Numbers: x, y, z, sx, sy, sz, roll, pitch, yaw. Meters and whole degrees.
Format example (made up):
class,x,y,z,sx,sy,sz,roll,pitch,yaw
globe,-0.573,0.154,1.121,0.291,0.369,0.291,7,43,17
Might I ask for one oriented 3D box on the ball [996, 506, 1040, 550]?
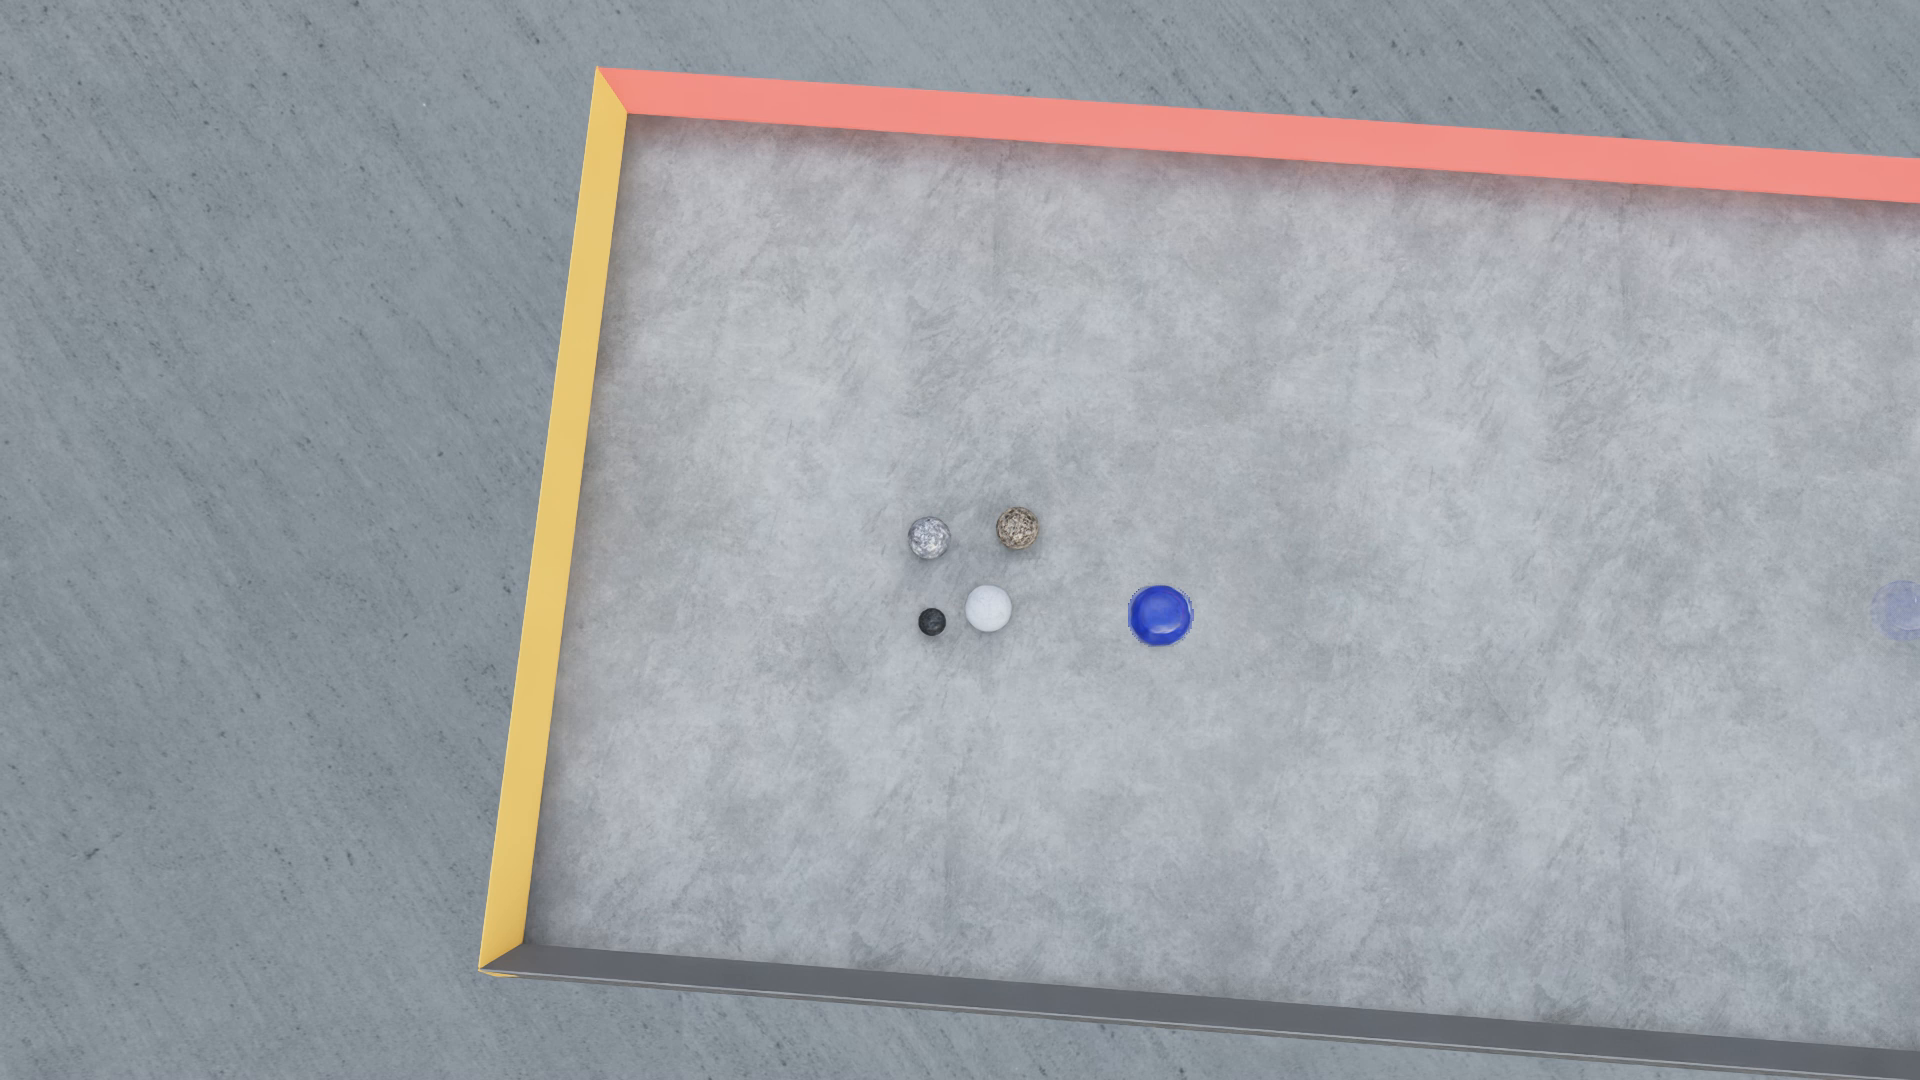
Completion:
class,x,y,z,sx,sy,sz,roll,pitch,yaw
ball,0.088,-0.018,3.356,0.066,0.066,0.066,0,75,0

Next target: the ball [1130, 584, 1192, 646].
class,x,y,z,sx,sy,sz,roll,pitch,yaw
ball,0.302,0.114,3.306,0.093,0.093,0.093,0,75,0

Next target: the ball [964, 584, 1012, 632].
class,x,y,z,sx,sy,sz,roll,pitch,yaw
ball,0.043,0.103,3.320,0.072,0.072,0.072,0,75,0

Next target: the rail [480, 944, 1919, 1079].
class,x,y,z,sx,sy,sz,roll,pitch,yaw
rail,0.575,0.691,3.136,2.512,0.121,0.045,4,75,1

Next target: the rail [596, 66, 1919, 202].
class,x,y,z,sx,sy,sz,roll,pitch,yaw
rail,0.678,-0.615,3.487,2.512,0.121,0.045,4,75,1

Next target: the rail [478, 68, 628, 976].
class,x,y,z,sx,sy,sz,roll,pitch,yaw
rail,-0.603,-0.052,3.336,0.045,0.121,1.404,4,75,1

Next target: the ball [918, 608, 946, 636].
class,x,y,z,sx,sy,sz,roll,pitch,yaw
ball,-0.042,0.124,3.330,0.043,0.043,0.043,0,75,0

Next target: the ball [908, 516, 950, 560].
class,x,y,z,sx,sy,sz,roll,pitch,yaw
ball,-0.047,-0.003,3.352,0.066,0.066,0.066,0,75,0
